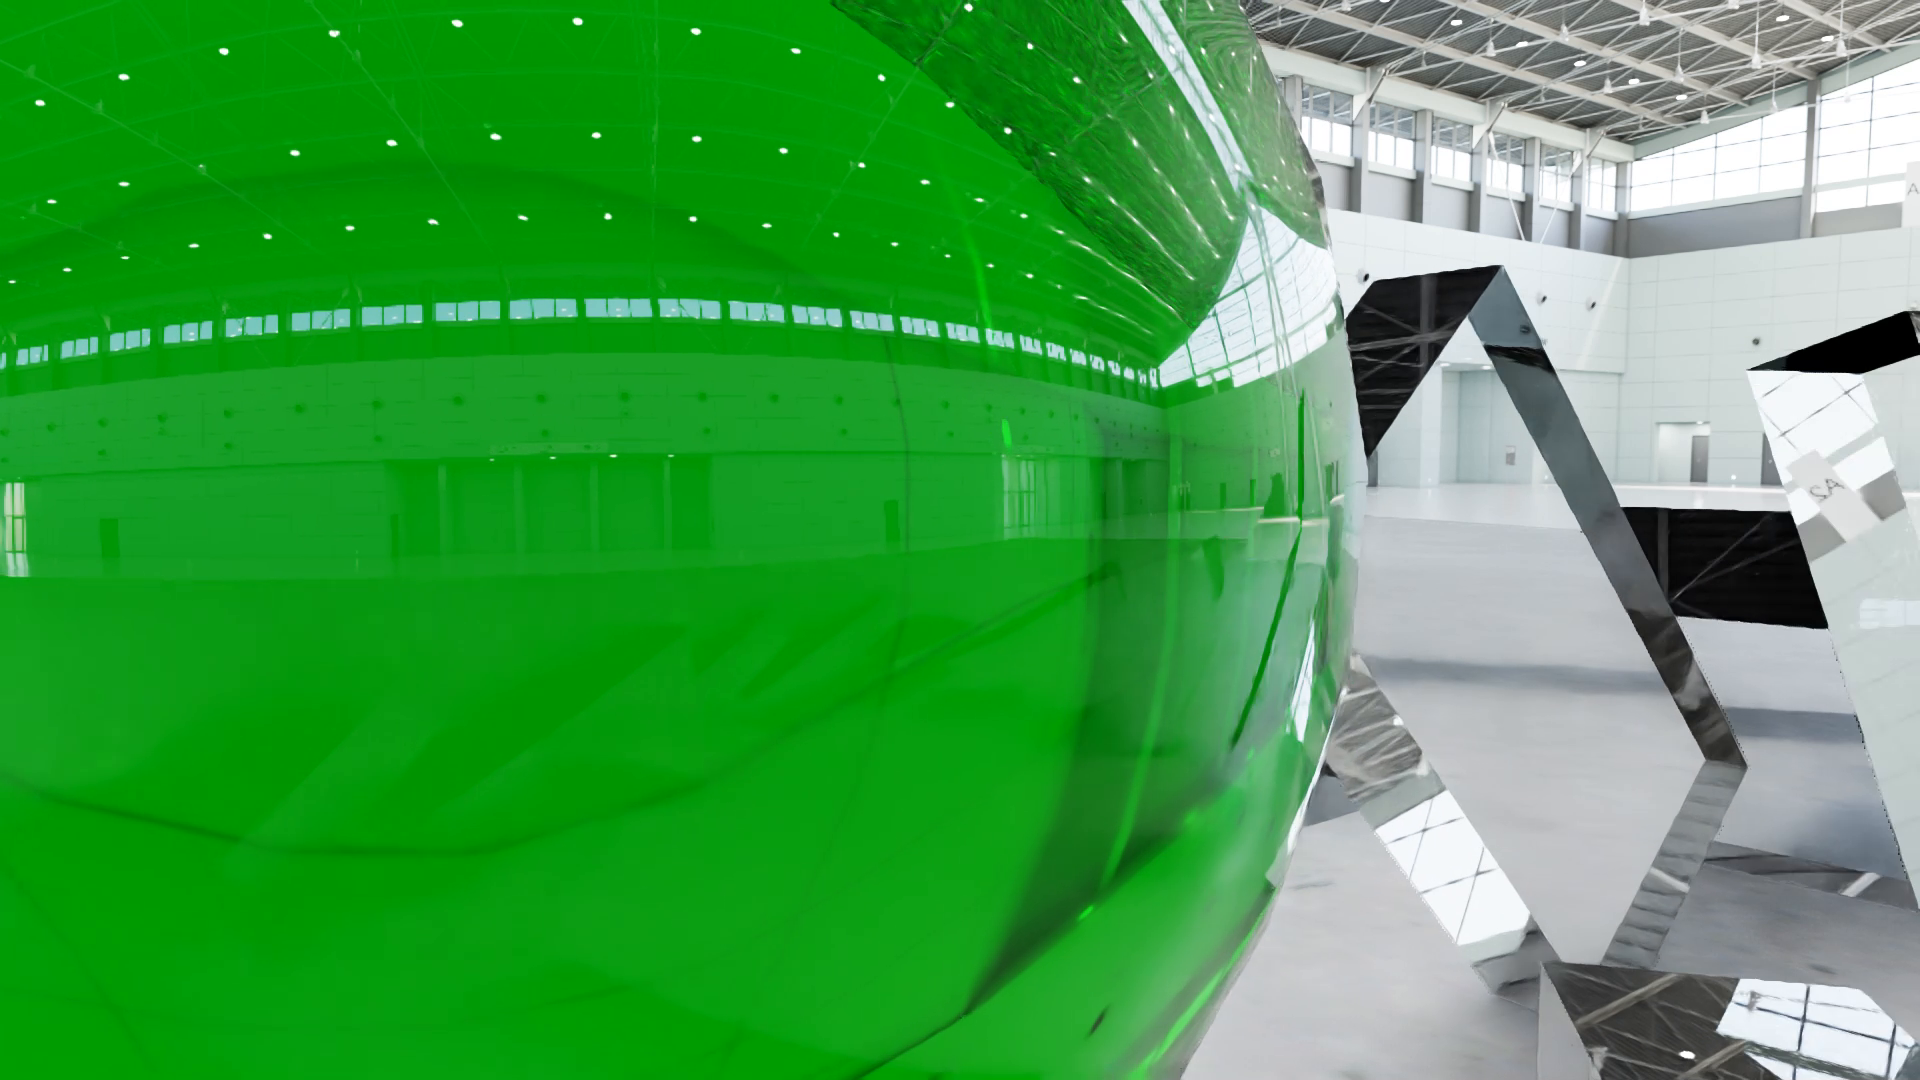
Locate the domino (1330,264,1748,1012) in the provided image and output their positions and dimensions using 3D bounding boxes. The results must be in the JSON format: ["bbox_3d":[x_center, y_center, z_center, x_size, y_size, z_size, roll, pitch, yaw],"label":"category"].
[{"bbox_3d":[0.037,0.009,0.089,0.025,0.050,0.010,-50,28,-21],"label":"domino"}]

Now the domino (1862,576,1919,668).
[{"bbox_3d":[0.146,0.019,0.168,0.025,0.009,0.050,38,7,2],"label":"domino"}]

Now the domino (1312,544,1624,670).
[{"bbox_3d":[0.095,0.012,0.245,0.050,0.009,0.025,-15,0,7],"label":"domino"}]

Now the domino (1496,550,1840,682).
[{"bbox_3d":[0.126,0.014,0.233,0.050,0.009,0.025,-16,-1,18],"label":"domino"}]

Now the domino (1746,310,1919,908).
[{"bbox_3d":[0.069,0.011,0.081,0.025,0.050,0.010,-3,-14,-32],"label":"domino"}]

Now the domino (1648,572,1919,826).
[{"bbox_3d":[0.091,0.018,0.128,0.050,0.009,0.025,30,-17,-39],"label":"domino"}]

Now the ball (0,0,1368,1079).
[{"bbox_3d":[-0.023,-0.002,0.060,0.080,0.080,0.080,0,4,0],"label":"ball"}]

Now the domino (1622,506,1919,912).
[{"bbox_3d":[0.069,0.015,0.110,0.025,0.009,0.050,5,-31,50],"label":"domino"}]

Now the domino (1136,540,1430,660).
[{"bbox_3d":[0.062,0.011,0.252,0.050,0.009,0.025,-15,0,-8],"label":"domino"}]

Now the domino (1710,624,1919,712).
[{"bbox_3d":[0.157,0.022,0.216,0.050,0.010,0.025,2,5,19],"label":"domino"}]

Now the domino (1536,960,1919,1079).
[{"bbox_3d":[0.018,0.029,0.019,0.009,0.025,0.050,1,4,14],"label":"domino"}]

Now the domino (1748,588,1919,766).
[{"bbox_3d":[0.114,0.018,0.150,0.025,0.010,0.050,5,-14,47],"label":"domino"}]

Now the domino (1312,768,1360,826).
[{"bbox_3d":[0.029,0.025,0.167,0.025,0.009,0.050,-3,6,-39],"label":"domino"}]

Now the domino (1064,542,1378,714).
[{"bbox_3d":[0.043,0.014,0.215,0.050,0.025,0.009,2,5,22],"label":"domino"}]
